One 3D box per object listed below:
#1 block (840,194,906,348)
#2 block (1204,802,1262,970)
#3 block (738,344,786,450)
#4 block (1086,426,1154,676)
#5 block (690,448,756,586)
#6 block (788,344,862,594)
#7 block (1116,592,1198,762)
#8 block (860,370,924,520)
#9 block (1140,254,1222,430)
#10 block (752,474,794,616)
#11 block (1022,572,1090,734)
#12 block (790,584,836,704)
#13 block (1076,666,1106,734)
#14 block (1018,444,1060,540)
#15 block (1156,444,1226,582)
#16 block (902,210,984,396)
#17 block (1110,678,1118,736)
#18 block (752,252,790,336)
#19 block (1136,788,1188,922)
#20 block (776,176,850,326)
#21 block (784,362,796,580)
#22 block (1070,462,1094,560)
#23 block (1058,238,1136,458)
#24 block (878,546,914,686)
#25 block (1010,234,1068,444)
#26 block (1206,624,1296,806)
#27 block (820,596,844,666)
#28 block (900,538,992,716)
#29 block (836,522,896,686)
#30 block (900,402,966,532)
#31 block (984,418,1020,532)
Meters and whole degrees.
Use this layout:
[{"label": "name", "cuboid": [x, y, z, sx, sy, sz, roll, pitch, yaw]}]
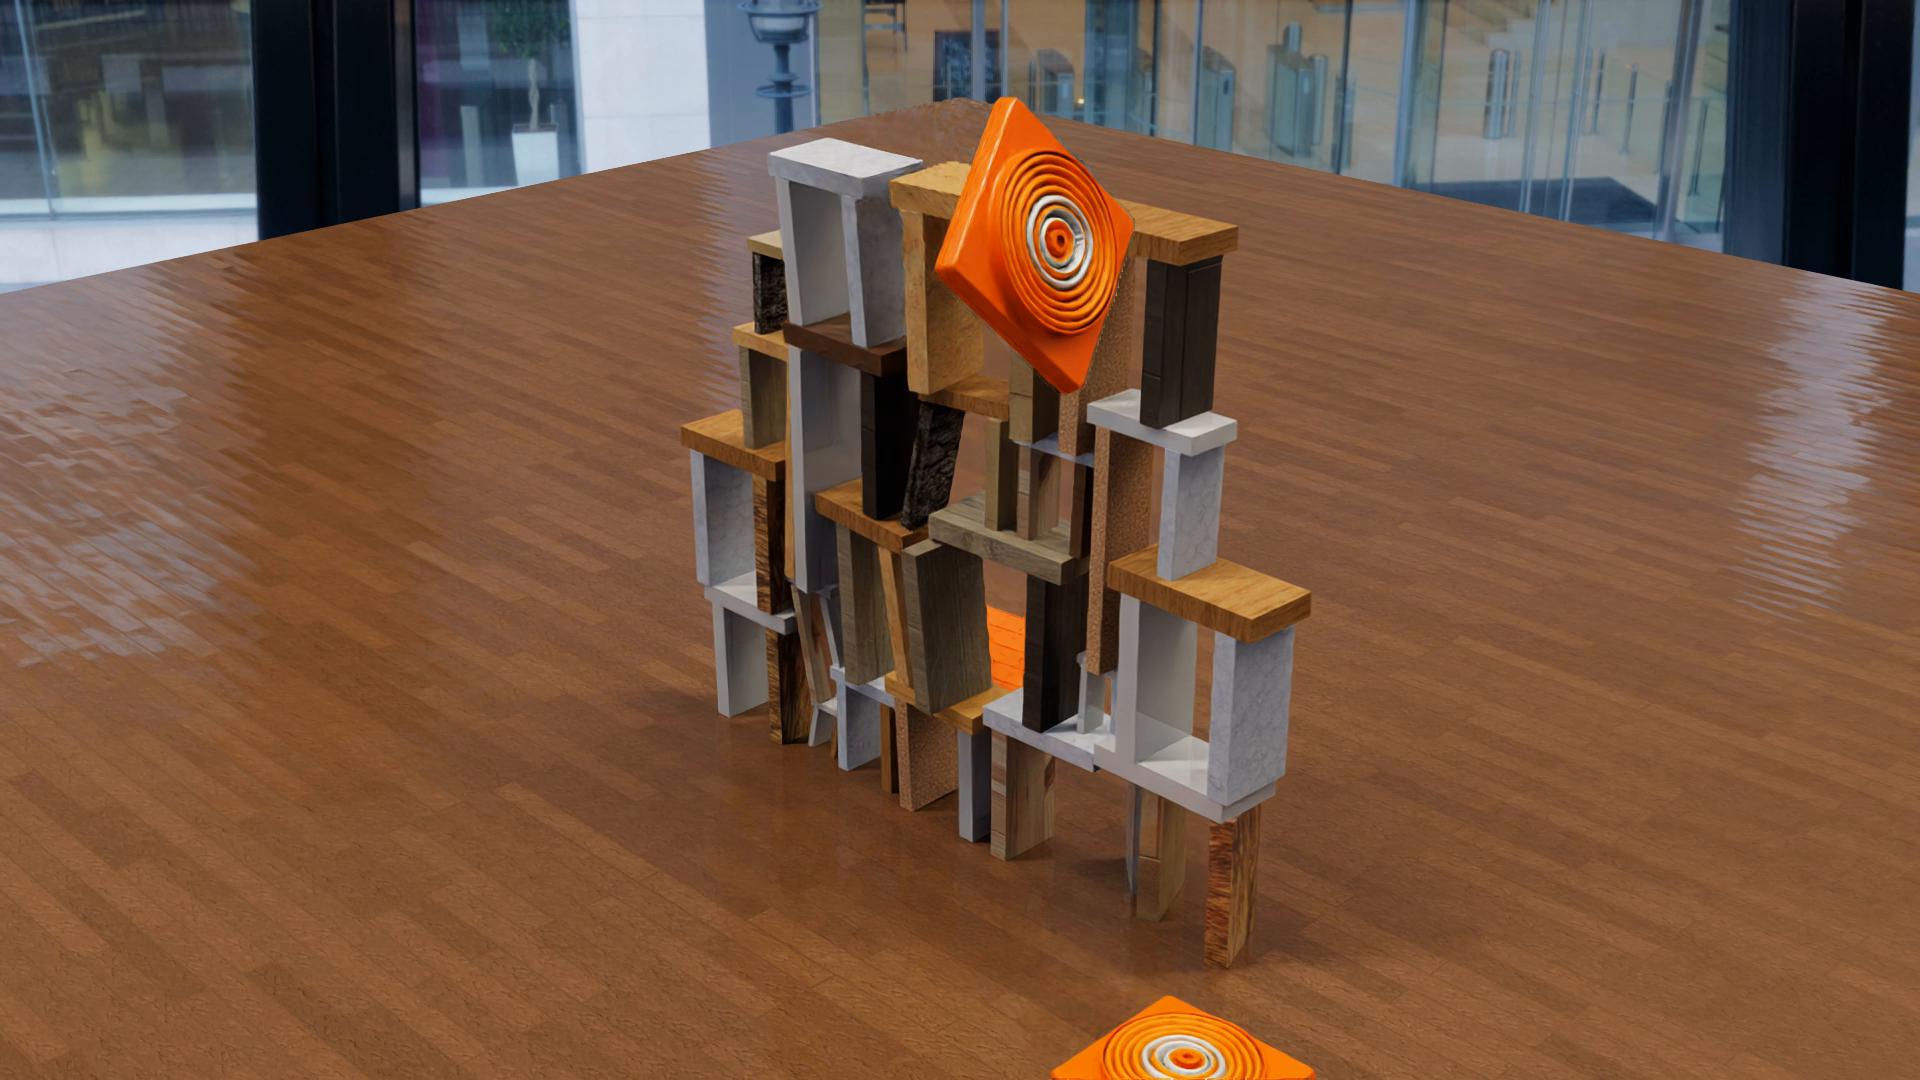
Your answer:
[{"label": "block", "cuboid": [-0.142, -0.517, 4.104, 0.145, 0.290, 0.041, -23, 31, -36]}, {"label": "block", "cuboid": [0.491, 0.602, 3.956, 0.043, 0.302, 0.151, 11, 25, 24]}, {"label": "block", "cuboid": [-0.398, -0.305, 4.523, 0.031, 0.218, 0.109, 20, 30, 41]}, {"label": "block", "cuboid": [0.285, 0.008, 3.921, 0.118, 0.474, 0.034, -21, 32, -40]}, {"label": "block", "cuboid": [-0.501, -0.067, 4.746, 0.043, 0.307, 0.153, 21, 31, 41]}, {"label": "block", "cuboid": [-0.261, -0.154, 4.426, 0.153, 0.527, 0.043, -16, 30, -31]}, {"label": "block", "cuboid": [0.354, 0.224, 3.940, 0.161, 0.321, 0.046, -21, 31, -40]}, {"label": "block", "cuboid": [-0.117, -0.202, 4.239, 0.153, 0.306, 0.043, -22, 36, -35]}, {"label": "block", "cuboid": [0.370, -0.341, 3.681, 0.144, 0.287, 0.041, -21, 32, -40]}, {"label": "block", "cuboid": [-0.357, -0.011, 4.613, 0.153, 0.307, 0.043, -21, 31, -40]}, {"label": "block", "cuboid": [0.189, 0.188, 4.103, 0.044, 0.314, 0.157, 21, 31, 38]}, {"label": "block", "cuboid": [-0.301, 0.208, 4.637, 0.074, 0.260, 0.021, -21, 18, -40]}, {"label": "block", "cuboid": [0.246, 0.288, 4.090, 0.016, 0.141, 0.057, 23, 32, 38]}, {"label": "block", "cuboid": [0.145, -0.099, 4.025, 0.026, 0.182, 0.091, 19, 30, 36]}, {"label": "block", "cuboid": [0.396, -0.057, 3.770, 0.118, 0.237, 0.034, -21, 33, -40]}, {"label": "block", "cuboid": [-0.029, -0.454, 4.024, 0.048, 0.339, 0.170, 16, 29, 34]}, {"label": "block", "cuboid": [0.301, 0.297, 4.033, 0.057, 0.113, 0.016, -21, 30, -40]}, {"label": "block", "cuboid": [-0.375, -0.504, 4.416, 0.024, 0.169, 0.085, 23, 32, 40]}, {"label": "block", "cuboid": [0.380, 0.542, 4.097, 0.043, 0.301, 0.151, 11, 25, 22]}, {"label": "block", "cuboid": [-0.271, -0.572, 4.242, 0.145, 0.290, 0.041, -23, 31, -35]}, {"label": "block", "cuboid": [-0.305, -0.151, 4.490, 0.031, 0.474, 0.109, 25, 33, 39]}, {"label": "block", "cuboid": [0.239, -0.064, 3.954, 0.026, 0.182, 0.091, 21, 31, 35]}, {"label": "block", "cuboid": [0.239, -0.347, 3.828, 0.041, 0.386, 0.144, 21, 30, 36]}, {"label": "block", "cuboid": [-0.074, 0.129, 4.331, 0.144, 0.287, 0.041, -20, 22, -34]}, {"label": "block", "cuboid": [0.155, -0.375, 3.891, 0.048, 0.376, 0.170, 15, 28, 30]}, {"label": "block", "cuboid": [0.502, 0.284, 3.798, 0.161, 0.321, 0.046, -21, 31, -40]}, {"label": "block", "cuboid": [-0.243, 0.179, 4.563, 0.074, 0.148, 0.021, -21, 15, -40]}, {"label": "block", "cuboid": [-0.024, 0.153, 4.213, 0.157, 0.339, 0.044, -23, 30, -34]}, {"label": "block", "cuboid": [-0.176, 0.109, 4.466, 0.041, 0.350, 0.144, 17, 27, 42]}, {"label": "block", "cuboid": [-0.050, -0.153, 4.174, 0.030, 0.270, 0.107, 29, 37, 27]}, {"label": "block", "cuboid": [0.091, -0.133, 4.057, 0.030, 0.214, 0.107, 18, 29, 34]}]
